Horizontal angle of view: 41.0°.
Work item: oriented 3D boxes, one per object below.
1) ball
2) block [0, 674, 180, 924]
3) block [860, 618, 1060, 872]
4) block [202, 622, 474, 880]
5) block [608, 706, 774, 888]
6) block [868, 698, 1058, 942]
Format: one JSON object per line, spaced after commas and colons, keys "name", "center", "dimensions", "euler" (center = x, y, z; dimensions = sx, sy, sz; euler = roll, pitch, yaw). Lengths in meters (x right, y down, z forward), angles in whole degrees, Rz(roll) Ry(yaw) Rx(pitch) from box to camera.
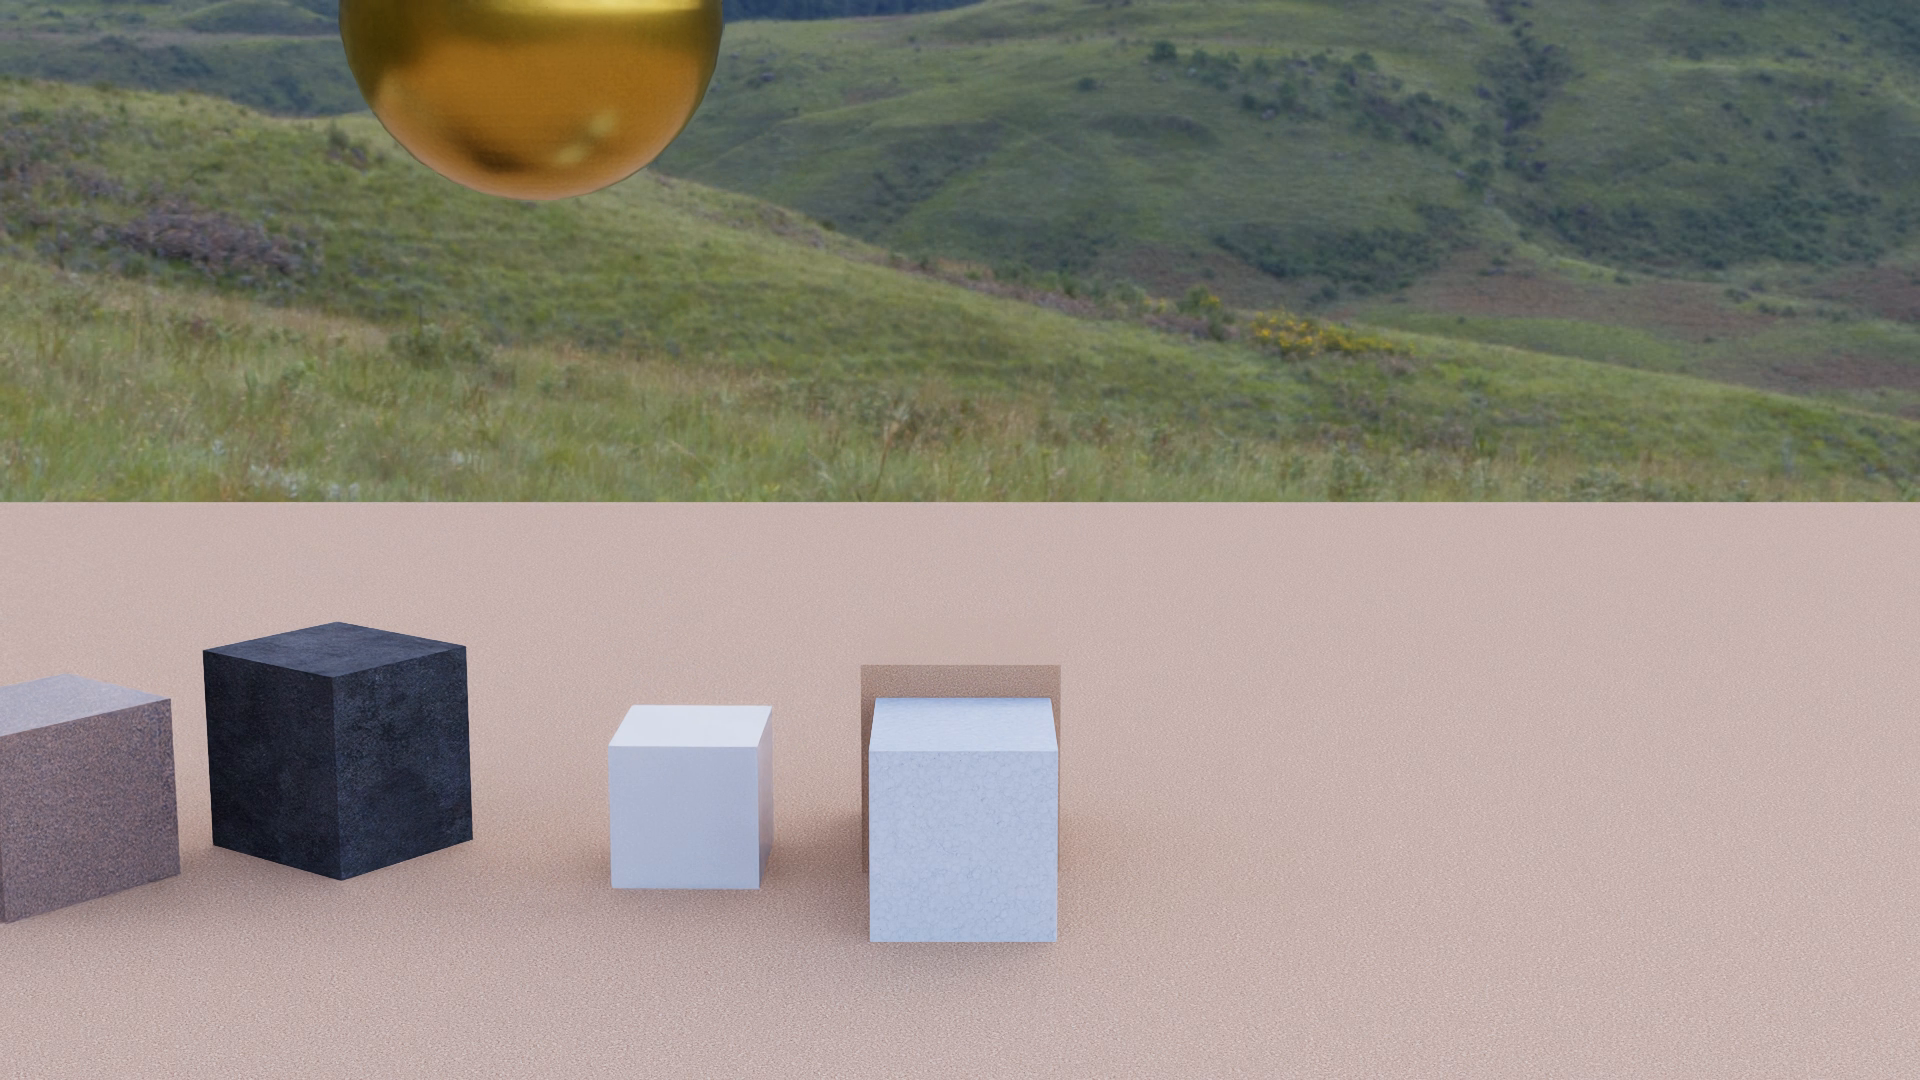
{"name": "ball", "center": [-1.794, -2.228, 10.775], "dimensions": [1.600, 1.600, 1.600], "euler": [0, 10, 0]}
{"name": "block", "center": [-4.035, 1.108, 11.226], "dimensions": [0.780, 0.803, 0.862], "euler": [8, 13, 37]}
{"name": "block", "center": [0.004, 0.926, 11.820], "dimensions": [0.878, 0.949, 0.990], "euler": [0, 10, 0]}
{"name": "block", "center": [-2.853, 0.946, 11.791], "dimensions": [0.896, 0.920, 0.777], "euler": [8, 13, 36]}
{"name": "block", "center": [-1.192, 1.141, 11.500], "dimensions": [0.646, 0.640, 0.726], "euler": [0, 10, 1]}
{"name": "block", "center": [0.014, 1.169, 10.885], "dimensions": [0.765, 0.806, 0.903], "euler": [0, 10, 0]}
